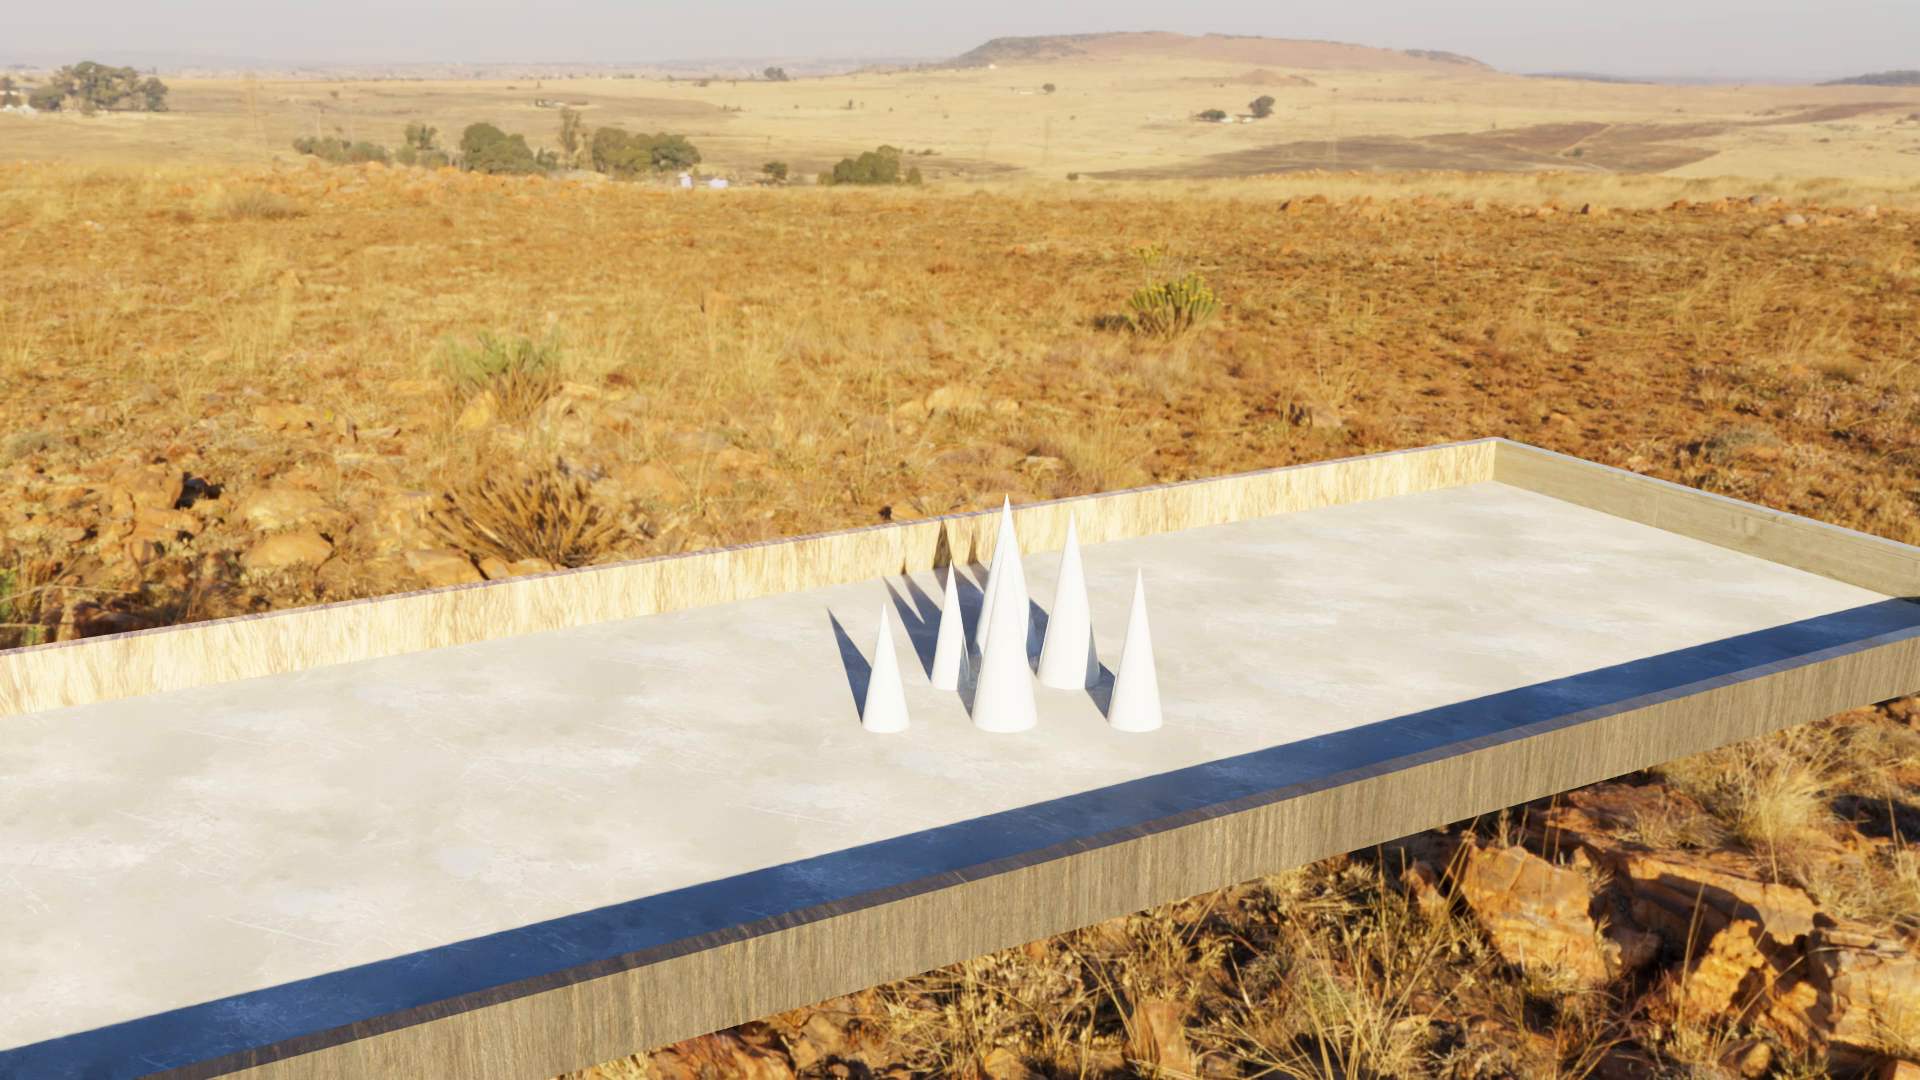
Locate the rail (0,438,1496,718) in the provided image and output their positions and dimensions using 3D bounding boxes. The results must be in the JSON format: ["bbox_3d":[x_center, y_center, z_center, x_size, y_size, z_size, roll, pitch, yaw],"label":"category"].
[{"bbox_3d":[-3.305,0.497,3.399,12.000,0.150,0.050,-9,18,-27],"label":"rail"}]

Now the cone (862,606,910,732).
[{"bbox_3d":[-0.174,0.287,3.845,0.117,0.300,0.117,0,16,0],"label":"cone"}]

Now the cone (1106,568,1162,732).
[{"bbox_3d":[0.413,0.243,3.847,0.133,0.384,0.133,0,16,0],"label":"cone"}]

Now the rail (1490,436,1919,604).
[{"bbox_3d":[2.466,-0.048,5.253,0.050,0.150,2.100,-9,18,-27],"label":"rail"}]

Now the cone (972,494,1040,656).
[{"bbox_3d":[0.121,0.083,4.319,0.179,0.425,0.179,0,16,0],"label":"cone"}]

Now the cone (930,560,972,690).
[{"bbox_3d":[-0.022,0.201,4.094,0.106,0.324,0.106,0,16,0],"label":"cone"}]

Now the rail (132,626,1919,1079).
[{"bbox_3d":[-2.336,1.006,1.665,12.000,0.150,0.050,-9,18,-27],"label":"rail"}]

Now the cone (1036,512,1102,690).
[{"bbox_3d":[0.275,0.134,4.111,0.164,0.444,0.164,0,16,0],"label":"cone"}]

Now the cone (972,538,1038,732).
[{"bbox_3d":[0.105,0.206,3.844,0.159,0.457,0.159,0,16,0],"label":"cone"}]
